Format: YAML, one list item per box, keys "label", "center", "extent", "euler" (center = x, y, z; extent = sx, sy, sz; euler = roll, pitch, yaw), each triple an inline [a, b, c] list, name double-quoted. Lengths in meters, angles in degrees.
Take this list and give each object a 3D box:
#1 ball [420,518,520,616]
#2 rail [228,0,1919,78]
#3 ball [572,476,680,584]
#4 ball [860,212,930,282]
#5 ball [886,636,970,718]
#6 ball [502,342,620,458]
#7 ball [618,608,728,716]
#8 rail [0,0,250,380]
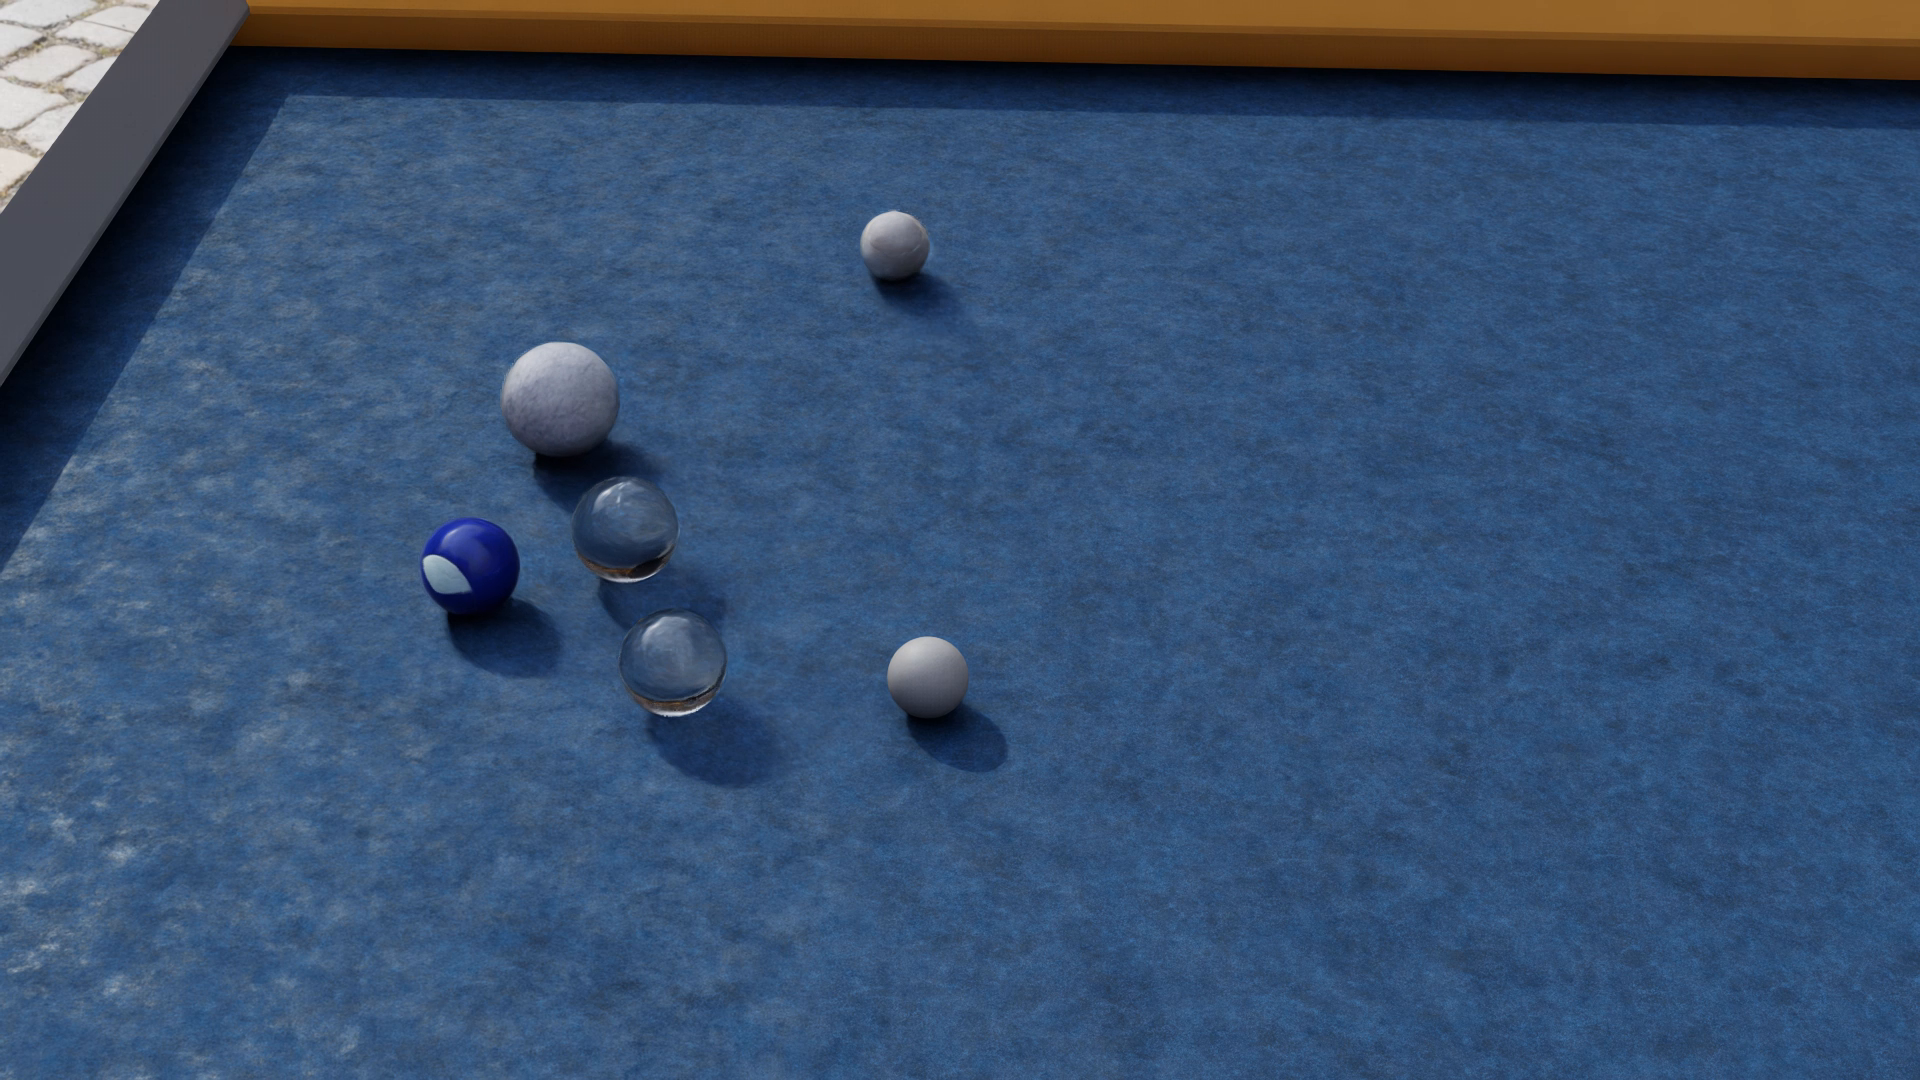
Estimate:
- label: "ball"
  center: [-0.340, 0.019, 1.784]
  extent: [0.069, 0.069, 0.069]
  euler: [0, 35, 0]
- label: "rail"
  center: [0.819, -0.488, 2.460]
  extent: [3.116, 0.114, 0.045]
  euler: [2, 35, 2]
- label: "ball"
  center: [-0.237, -0.008, 1.815]
  extent: [0.076, 0.076, 0.076]
  euler: [0, 35, 0]
- label: "ball"
  center: [-0.055, -0.248, 2.170]
  extent: [0.059, 0.059, 0.059]
  euler: [0, 35, 0]
- label: "ball"
  center: [-0.021, 0.091, 1.694]
  extent: [0.054, 0.054, 0.054]
  euler: [0, 35, 0]
- label: "ball"
  center: [-0.302, -0.106, 1.944]
  extent: [0.088, 0.088, 0.088]
  euler: [0, 35, 0]
- label: "ball"
  center: [-0.190, 0.081, 1.694]
  extent: [0.071, 0.071, 0.071]
  euler: [0, 35, 0]
- label: "rail"
  center: [-0.755, -0.039, 1.825]
  extent: [0.045, 0.114, 1.752]
  euler: [2, 35, 2]
